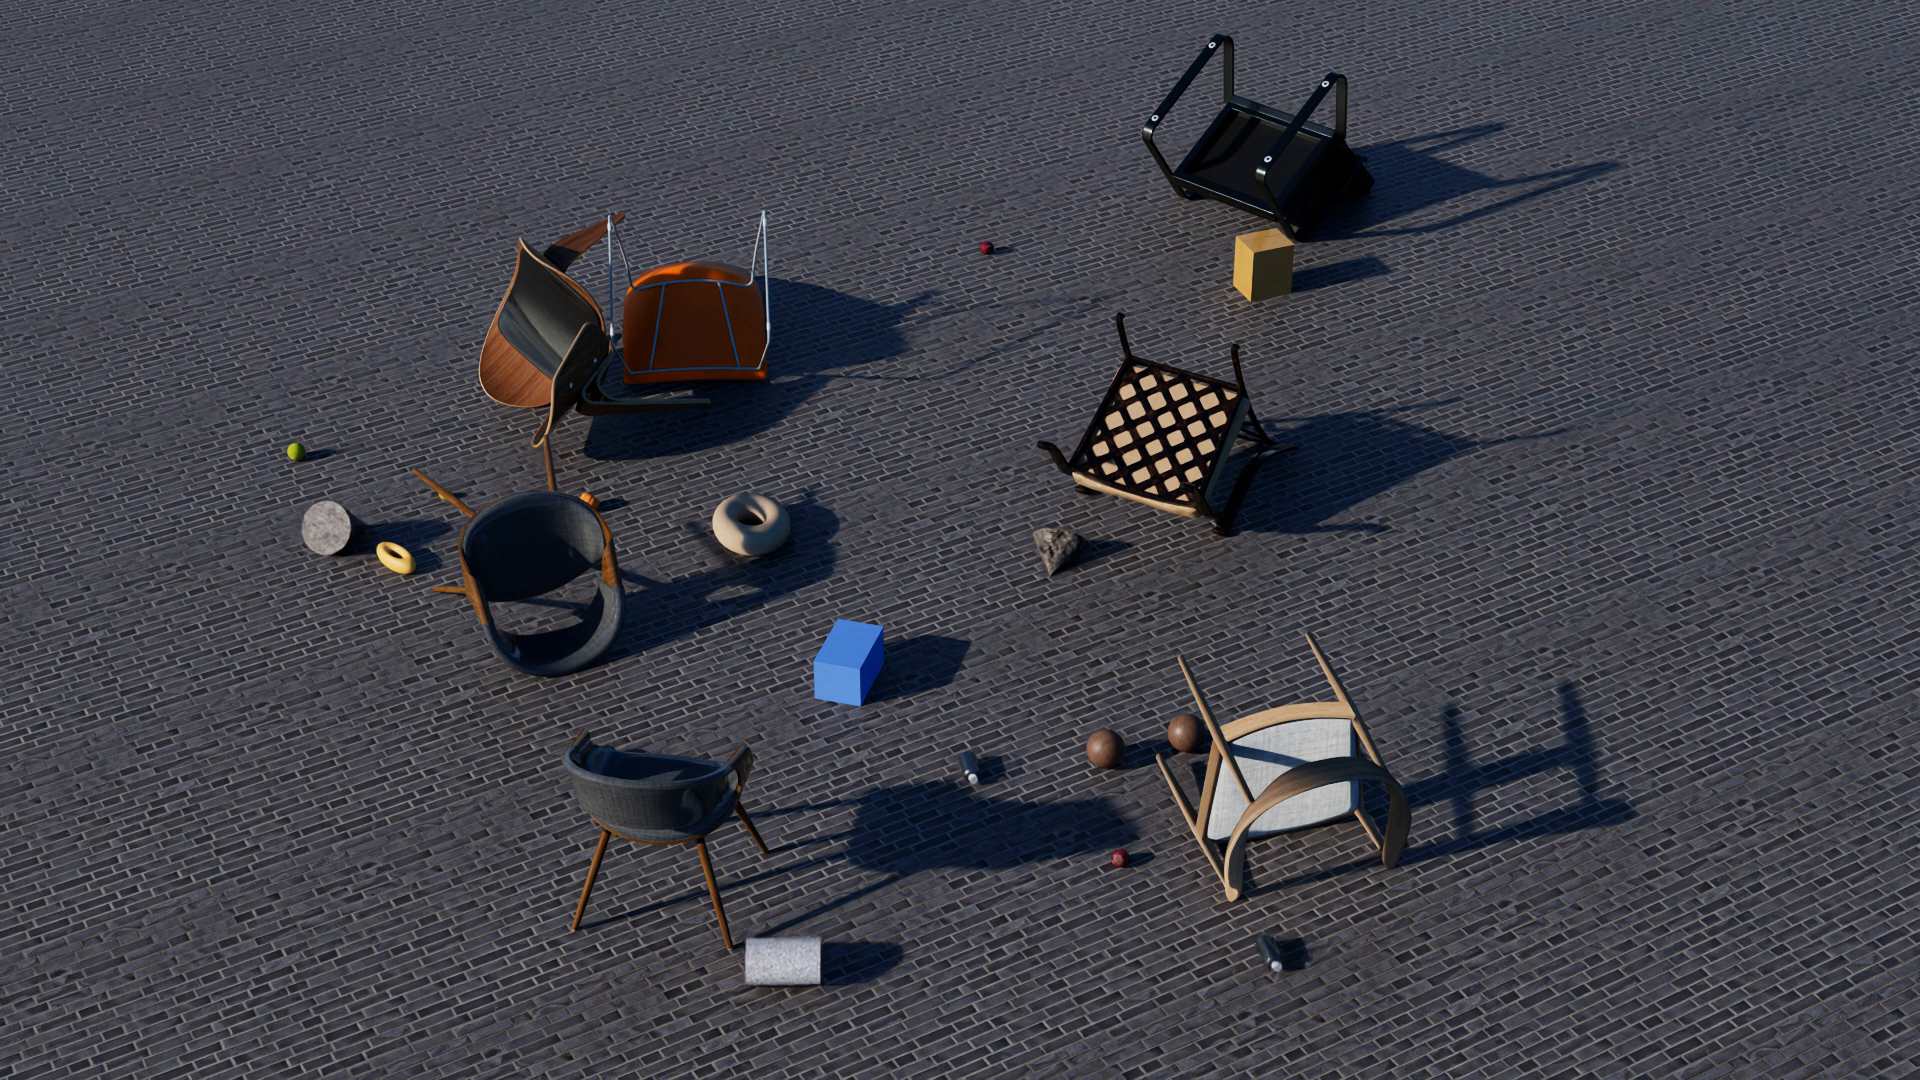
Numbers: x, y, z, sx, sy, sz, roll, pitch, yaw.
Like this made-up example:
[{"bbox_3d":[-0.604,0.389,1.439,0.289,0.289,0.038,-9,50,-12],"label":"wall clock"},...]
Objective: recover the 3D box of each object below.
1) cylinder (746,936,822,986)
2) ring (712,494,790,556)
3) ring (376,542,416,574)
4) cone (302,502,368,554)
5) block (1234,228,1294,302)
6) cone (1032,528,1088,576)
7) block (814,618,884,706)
[{"bbox_3d":[-0.534,1.276,8.892,0.225,0.127,0.169,0,31,-1],"label":"cylinder"},{"bbox_3d":[-0.777,-0.059,10.932,0.288,0.114,0.333,-10,36,-16],"label":"ring"},{"bbox_3d":[-2.075,0.066,10.794,0.095,0.057,0.213,-26,42,-37],"label":"ring"},{"bbox_3d":[-2.286,-0.050,10.934,0.245,0.200,0.221,-9,-2,31],"label":"cone"},{"bbox_3d":[1.295,-1.174,12.512,0.193,0.236,0.165,-13,35,-18],"label":"block"},{"bbox_3d":[0.351,0.067,10.786,0.215,0.133,0.171,9,56,11],"label":"cone"},{"bbox_3d":[-0.384,0.423,10.158,0.166,0.158,0.265,9,34,14],"label":"block"}]
